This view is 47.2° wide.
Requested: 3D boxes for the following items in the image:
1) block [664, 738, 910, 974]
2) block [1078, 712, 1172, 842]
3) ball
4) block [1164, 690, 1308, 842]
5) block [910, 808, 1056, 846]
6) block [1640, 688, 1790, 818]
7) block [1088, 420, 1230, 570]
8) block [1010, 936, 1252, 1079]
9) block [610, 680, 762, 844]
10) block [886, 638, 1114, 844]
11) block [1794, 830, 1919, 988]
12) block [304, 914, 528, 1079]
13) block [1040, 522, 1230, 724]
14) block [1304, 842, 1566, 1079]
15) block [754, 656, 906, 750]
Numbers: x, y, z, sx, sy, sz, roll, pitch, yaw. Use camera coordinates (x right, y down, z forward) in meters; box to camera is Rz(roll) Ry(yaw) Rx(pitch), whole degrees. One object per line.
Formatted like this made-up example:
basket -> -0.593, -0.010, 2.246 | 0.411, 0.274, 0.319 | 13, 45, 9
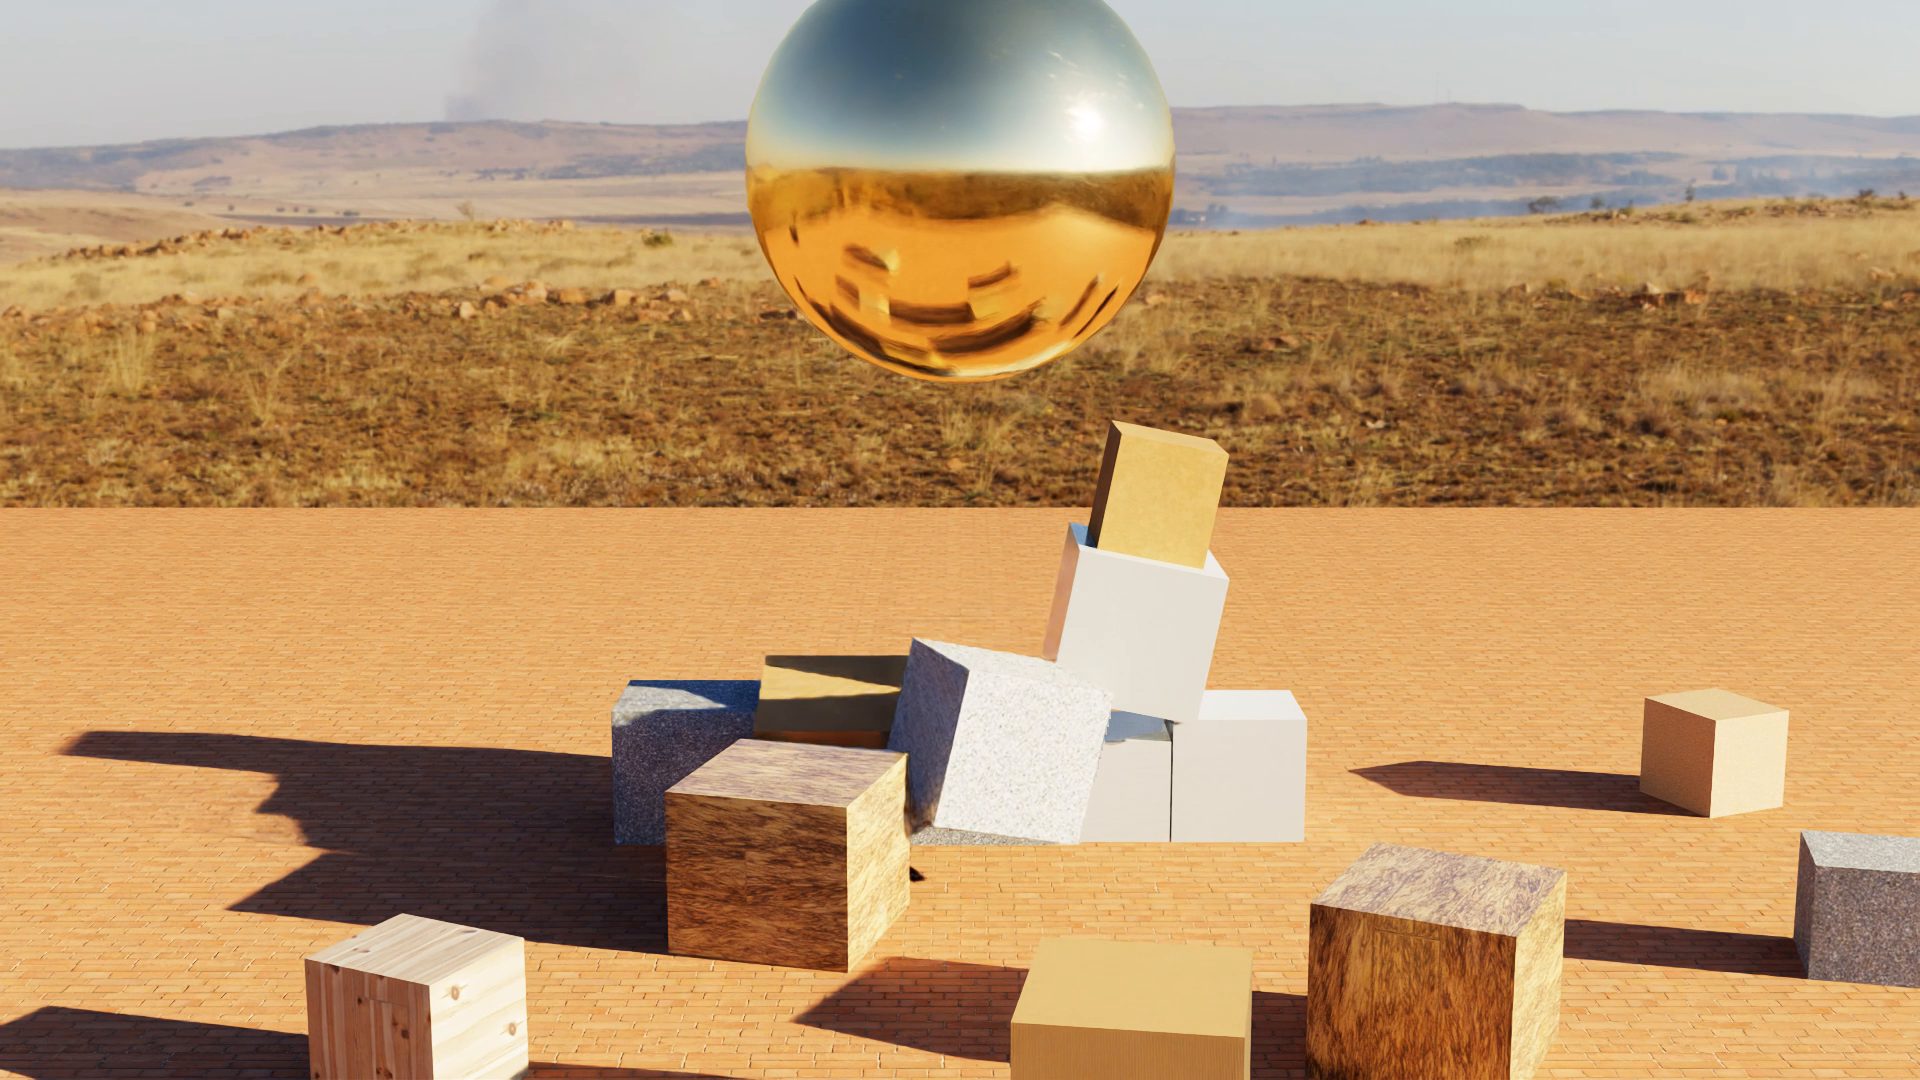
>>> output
block -> -0.753, 1.391, 9.855 | 0.828, 0.736, 0.891 | 3, 11, 16
block -> 0.776, 1.218, 11.398 | 0.571, 0.524, 0.609 | 0, 10, 0
ball -> 0.000, -1.386, 8.171 | 1.600, 1.600, 1.600 | 0, 10, 0
block -> 1.406, 1.162, 11.380 | 0.671, 0.641, 0.597 | 0, 10, 0
block -> 0.105, 1.092, 11.382 | 0.752, 0.779, 0.726 | 0, 10, 0
block -> 4.052, 1.138, 11.833 | 0.501, 0.528, 0.537 | -5, 11, -24
block -> 0.995, -0.236, 11.132 | 0.542, 0.587, 0.532 | 11, 10, -4
block -> 0.597, 1.842, 7.479 | 0.750, 0.699, 0.785 | 2, 10, 9
block -> -1.382, 1.139, 11.366 | 0.721, 0.692, 0.659 | 0, 10, 0
block -> 0.162, 0.950, 10.469 | 0.756, 0.739, 0.698 | 11, 5, -25
block -> 3.898, 1.582, 9.457 | 0.502, 0.504, 0.502 | 2, 11, 13
block -> -2.025, 1.785, 8.222 | 0.586, 0.547, 0.534 | 5, 12, 26
block -> 0.876, 0.412, 11.245 | 0.750, 0.750, 0.817 | 11, 10, -3
block -> 1.843, 1.665, 8.482 | 0.771, 0.690, 0.829 | 5, 12, 27
block -> -0.642, 1.067, 11.242 | 0.729, 0.691, 0.676 | 0, 30, 1
